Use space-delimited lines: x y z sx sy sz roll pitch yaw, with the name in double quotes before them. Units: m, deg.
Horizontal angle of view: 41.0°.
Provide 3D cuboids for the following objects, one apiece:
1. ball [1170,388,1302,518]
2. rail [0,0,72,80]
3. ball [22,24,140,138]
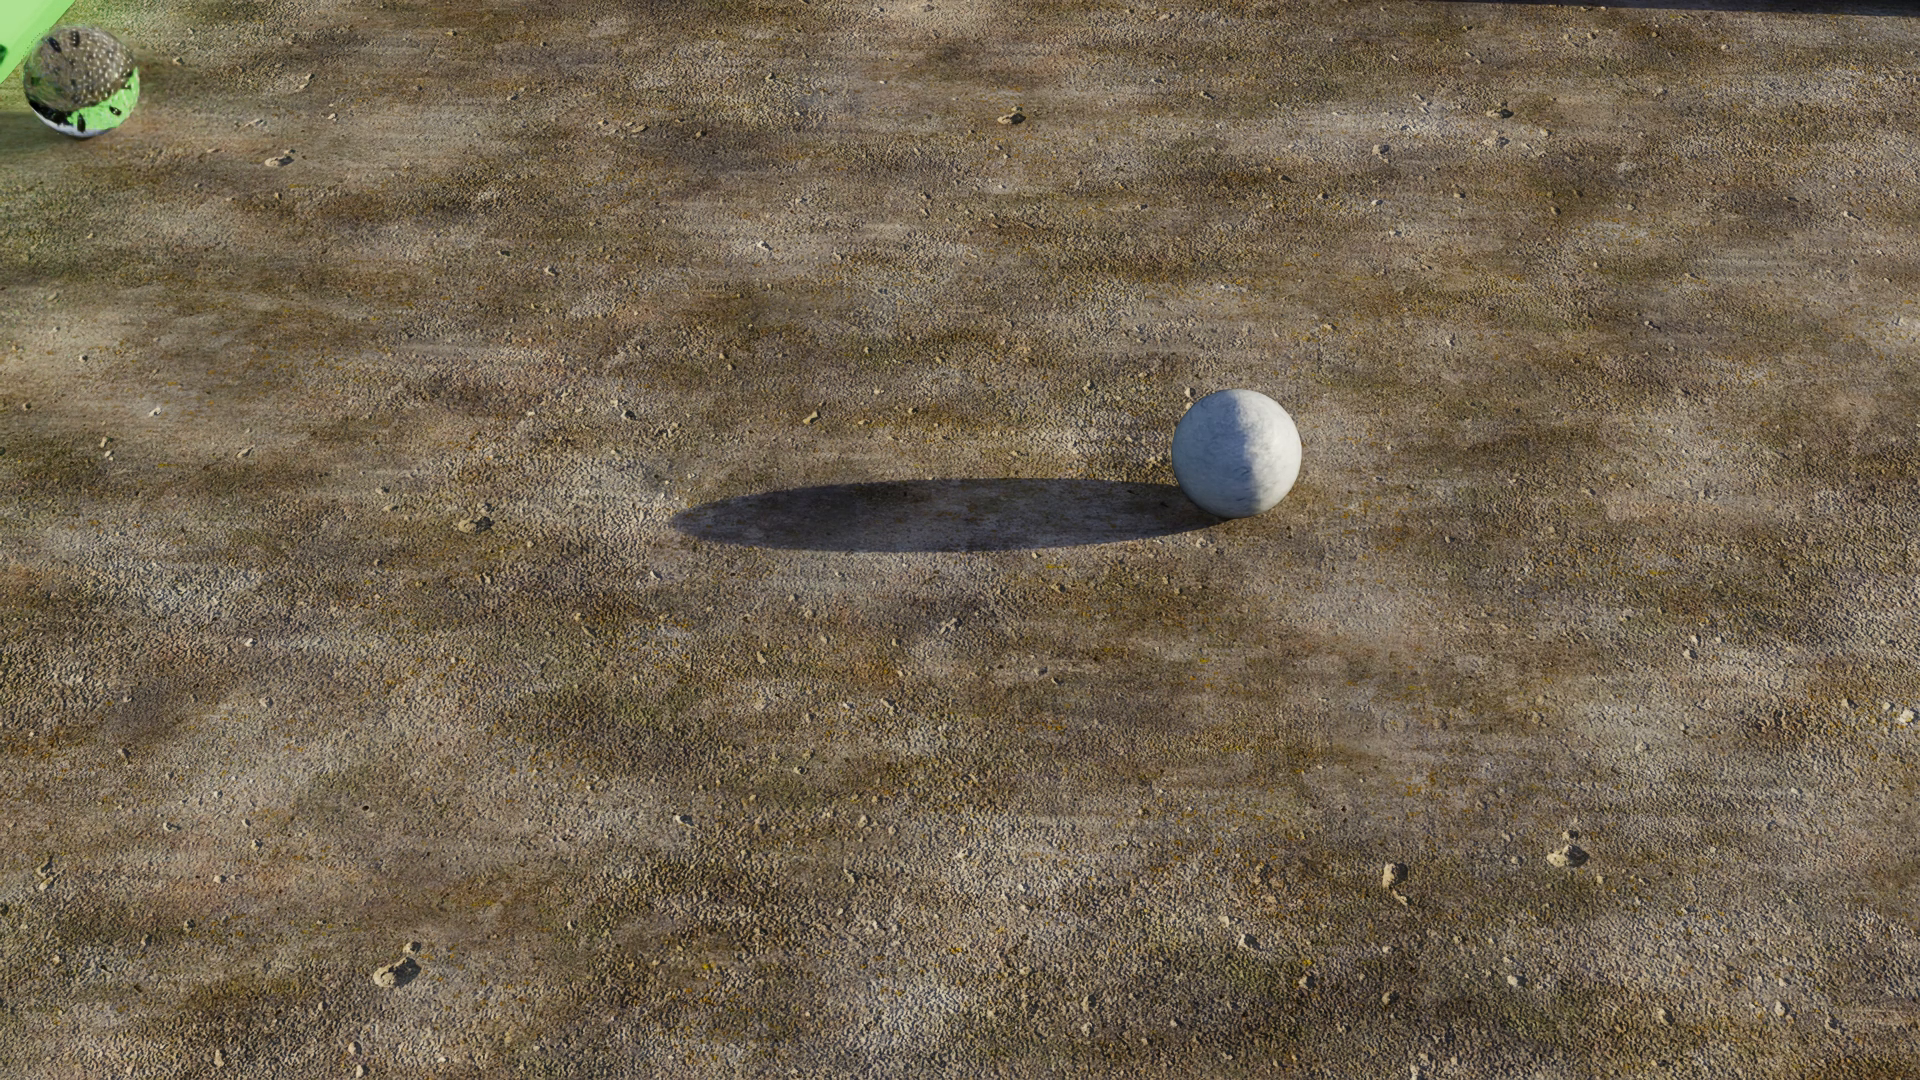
"ball" 0.192 -0.060 1.785 0.091 0.091 0.091 0 35 0
"rail" -0.925 -0.062 1.752 0.045 0.130 2.193 3 36 4
"ball" -0.775 -0.405 2.262 0.099 0.099 0.099 0 35 0
